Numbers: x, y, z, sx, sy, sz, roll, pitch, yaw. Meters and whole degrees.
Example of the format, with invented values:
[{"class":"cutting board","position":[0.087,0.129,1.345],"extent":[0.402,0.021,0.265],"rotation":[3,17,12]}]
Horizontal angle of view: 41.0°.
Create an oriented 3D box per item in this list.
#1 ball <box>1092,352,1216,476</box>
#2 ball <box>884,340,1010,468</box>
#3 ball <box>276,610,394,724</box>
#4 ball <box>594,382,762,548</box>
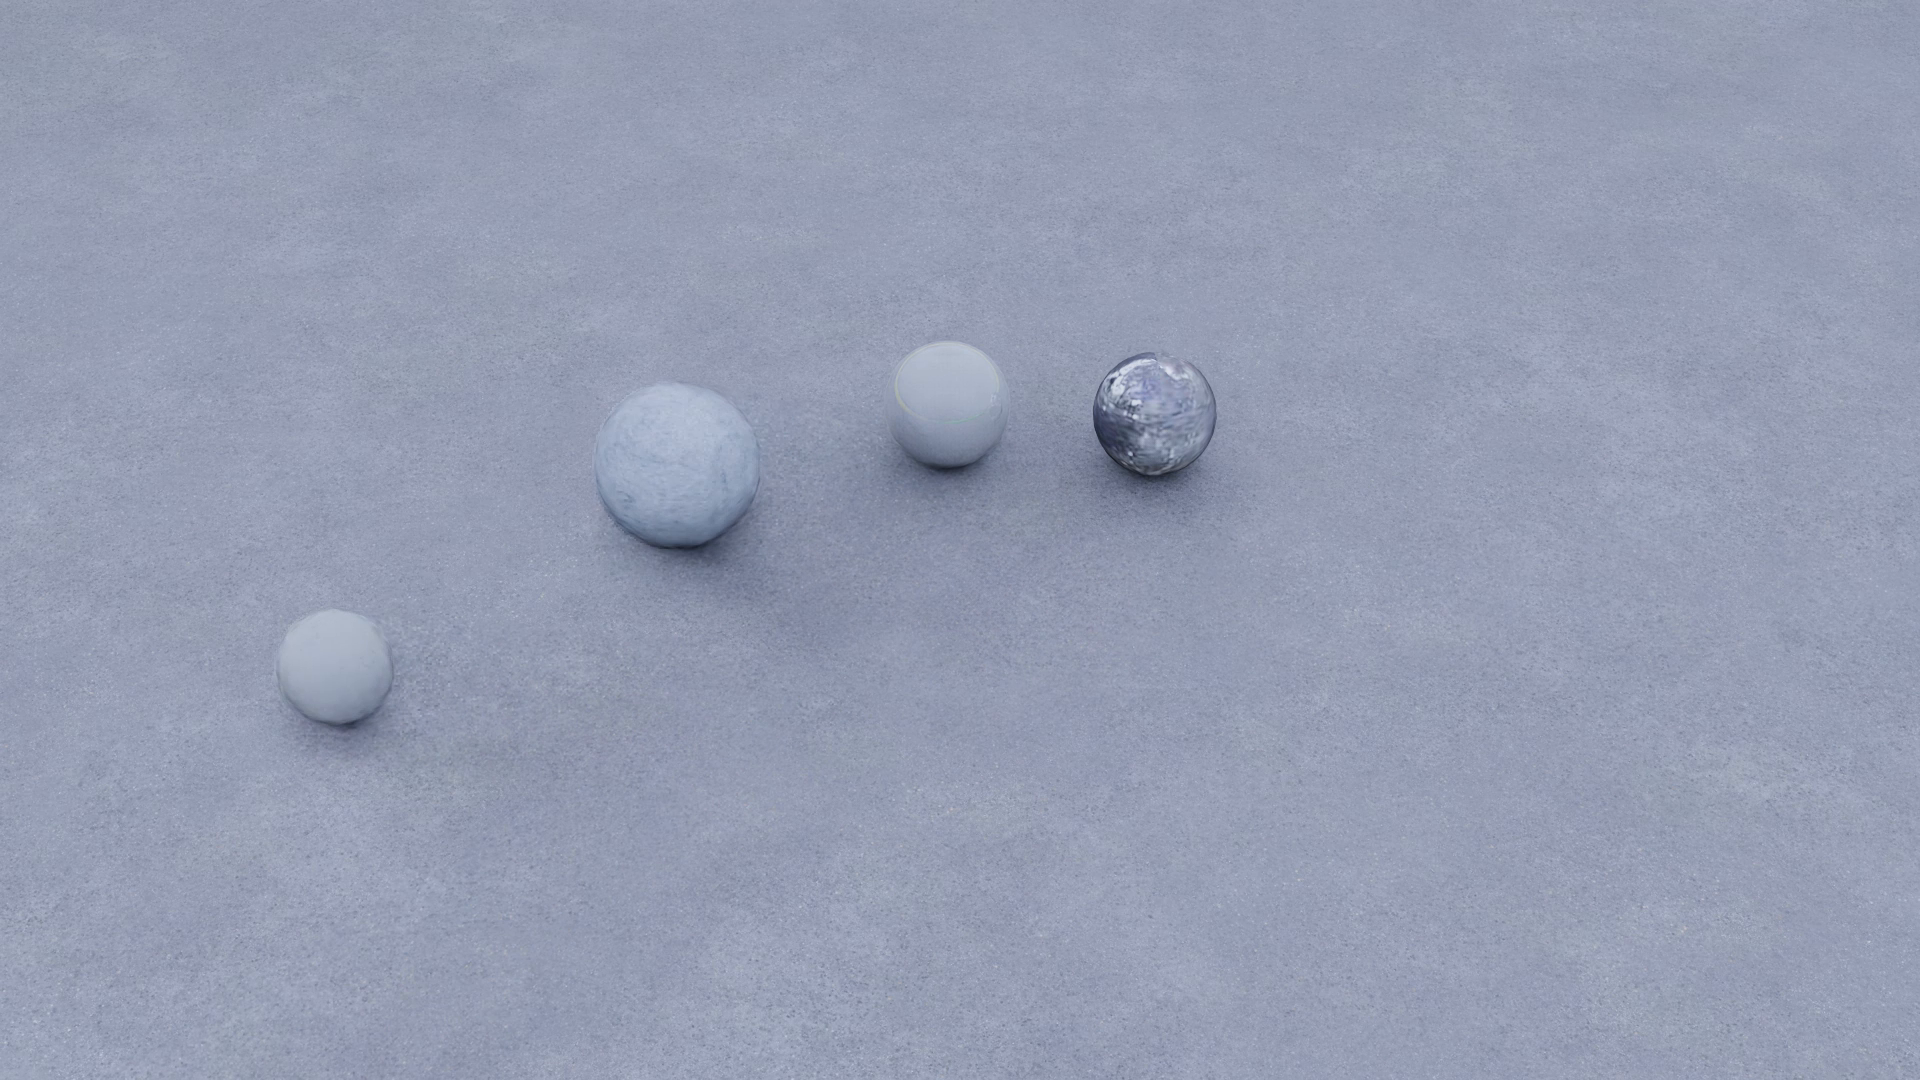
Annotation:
[{"class":"ball","position":[0.122,-0.079,1.605],"extent":[0.078,0.078,0.078],"rotation":[0,37,0]},{"class":"ball","position":[-0.008,-0.085,1.611],"extent":[0.080,0.080,0.080],"rotation":[0,37,0]},{"class":"ball","position":[-0.345,0.070,1.417],"extent":[0.064,0.064,0.064],"rotation":[0,37,0]},{"class":"ball","position":[-0.169,-0.045,1.541],"extent":[0.100,0.100,0.100],"rotation":[0,37,0]}]
